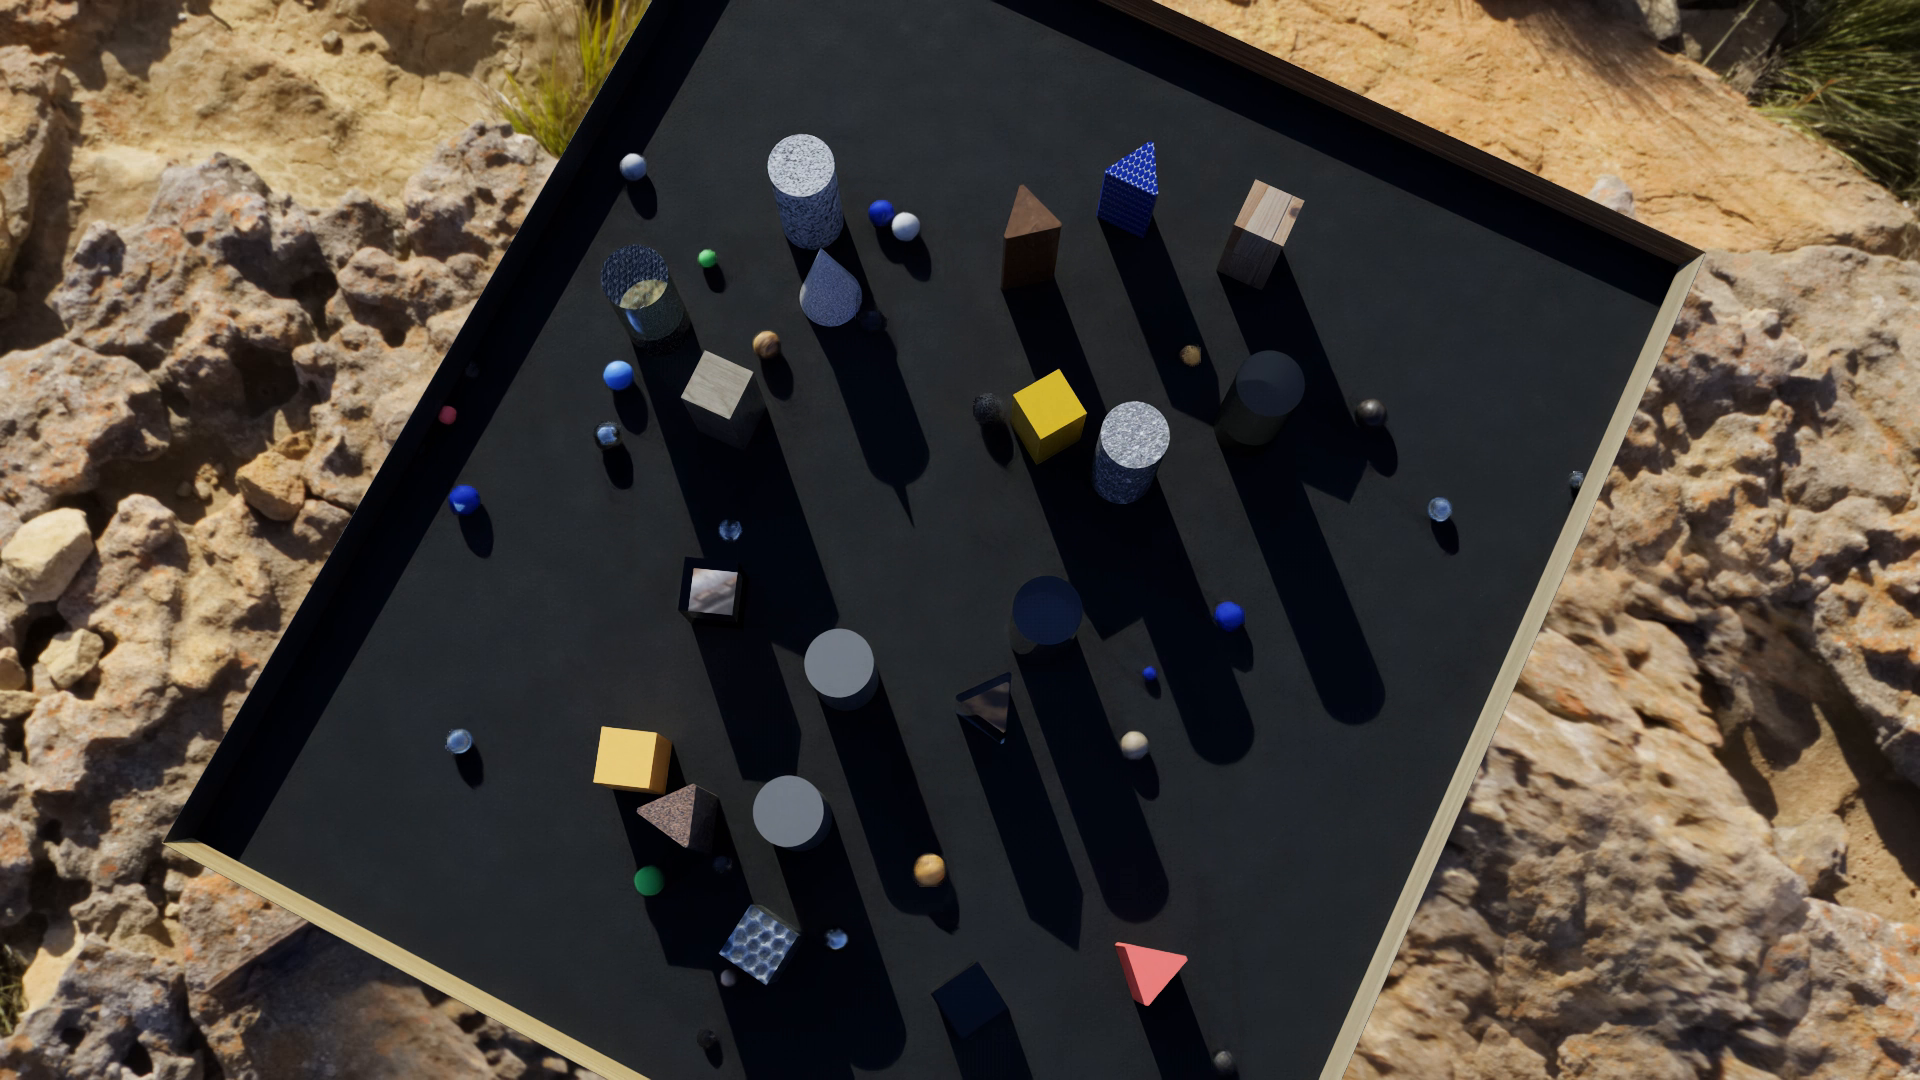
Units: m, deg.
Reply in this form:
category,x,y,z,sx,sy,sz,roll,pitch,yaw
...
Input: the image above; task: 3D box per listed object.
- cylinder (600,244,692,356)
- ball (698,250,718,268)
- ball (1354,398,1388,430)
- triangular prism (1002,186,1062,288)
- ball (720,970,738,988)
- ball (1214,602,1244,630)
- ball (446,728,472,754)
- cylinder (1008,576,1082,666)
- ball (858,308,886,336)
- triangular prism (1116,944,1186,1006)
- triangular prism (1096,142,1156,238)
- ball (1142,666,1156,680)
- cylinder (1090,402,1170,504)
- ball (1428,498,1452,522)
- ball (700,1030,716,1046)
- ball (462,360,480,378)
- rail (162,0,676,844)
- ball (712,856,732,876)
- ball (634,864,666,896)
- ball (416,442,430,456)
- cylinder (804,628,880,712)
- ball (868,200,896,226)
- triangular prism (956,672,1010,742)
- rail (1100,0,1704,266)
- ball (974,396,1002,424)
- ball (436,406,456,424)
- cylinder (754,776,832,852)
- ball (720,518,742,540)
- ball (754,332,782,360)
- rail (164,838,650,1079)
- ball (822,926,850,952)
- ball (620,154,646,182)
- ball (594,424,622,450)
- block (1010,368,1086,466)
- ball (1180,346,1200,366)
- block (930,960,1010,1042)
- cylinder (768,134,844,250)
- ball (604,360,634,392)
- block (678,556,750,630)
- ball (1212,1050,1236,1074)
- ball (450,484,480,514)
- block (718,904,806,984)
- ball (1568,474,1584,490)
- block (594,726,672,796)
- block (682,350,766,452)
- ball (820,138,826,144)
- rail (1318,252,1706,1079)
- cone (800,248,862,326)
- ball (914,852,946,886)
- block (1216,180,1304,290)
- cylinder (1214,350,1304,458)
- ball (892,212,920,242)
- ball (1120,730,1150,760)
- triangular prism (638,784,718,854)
category,x,y,z,sx,sy,sz,roll,pitch,yaw
cylinder,-0.943,-0.716,5.532,0.197,0.456,0.197,0,78,0
ball,-0.794,-0.887,5.770,0.058,0.058,0.058,0,78,0
ball,1.266,-0.385,5.646,0.099,0.099,0.099,0,78,0
triangular prism,0.197,-0.926,5.579,0.171,0.448,0.148,-13,79,-3
ball,-0.670,1.274,5.327,0.052,0.052,0.052,0,78,0
ball,0.811,0.229,5.524,0.089,0.089,0.089,0,78,0
ball,-1.489,0.598,5.455,0.074,0.074,0.074,0,78,0
cylinder,0.246,0.240,5.346,0.197,0.432,0.197,0,78,0
ball,-0.275,-0.678,5.712,0.089,0.089,0.089,0,78,0
triangular prism,0.511,1.196,5.194,0.148,0.342,0.171,41,81,8
triangular prism,0.544,-1.095,5.662,0.171,0.356,0.148,26,80,5
ball,0.570,0.401,5.512,0.043,0.043,0.043,0,78,0
cylinder,0.498,-0.253,5.437,0.197,0.454,0.197,0,78,0
ball,1.466,-0.093,5.599,0.072,0.072,0.072,0,78,0
ball,-0.730,1.440,5.295,0.046,0.046,0.046,0,78,0
ball,-1.520,-0.530,5.699,0.053,0.053,0.053,0,78,0
rail,-1.466,-0.711,5.697,0.045,0.128,3.684,26,80,5
ball,-0.699,0.958,5.389,0.057,0.057,0.057,0,78,0
ball,-0.906,0.996,5.365,0.090,0.090,0.090,0,78,0
ball,-1.659,-0.282,5.654,0.041,0.041,0.041,0,78,0
cylinder,-0.343,0.383,5.363,0.197,0.342,0.197,0,78,0
ball,-0.246,-1.032,5.787,0.085,0.085,0.085,0,78,0
triangular prism,0.100,0.468,5.344,0.171,0.344,0.148,35,80,7
rail,0.813,-1.586,5.878,3.325,0.128,0.045,26,80,5
ball,0.088,-0.401,5.655,0.088,0.088,0.088,0,78,0
ball,-1.586,-0.386,5.666,0.060,0.060,0.060,0,78,0
cylinder,-0.478,0.790,5.271,0.197,0.356,0.197,0,78,0
ball,-0.701,-0.032,5.589,0.067,0.067,0.067,0,78,0
ball,-0.599,-0.604,5.697,0.088,0.088,0.088,0,78,0
rail,-0.813,1.599,5.219,3.325,0.128,0.045,26,80,5
ball,-0.360,1.161,5.336,0.078,0.078,0.078,0,78,0
ball,-1.039,-1.183,5.818,0.085,0.085,0.085,0,78,0
ball,-1.083,-0.316,5.639,0.085,0.085,0.085,0,78,0
block,0.264,-0.368,5.534,0.158,0.312,0.158,-30,80,-6
ball,0.716,-0.575,5.703,0.063,0.063,0.063,0,78,0
block,0.028,1.304,5.196,0.158,0.296,0.158,-33,80,-6
cylinder,-0.468,-1.060,5.613,0.197,0.437,0.197,0,78,0
ball,-1.055,-0.508,5.674,0.094,0.094,0.094,0,78,0
block,-0.730,0.160,5.447,0.158,0.267,0.158,6,78,1
ball,0.760,1.503,5.271,0.067,0.067,0.067,0,78,0
ball,-1.512,-0.123,5.595,0.093,0.093,0.093,0,78,0
block,-0.558,1.151,5.220,0.158,0.311,0.158,32,80,6
ball,1.896,-0.179,5.629,0.049,0.049,0.049,0,78,0
block,-0.948,0.645,5.334,0.158,0.291,0.158,6,78,1
block,-0.706,-0.413,5.511,0.158,0.375,0.158,24,79,5
ball,-0.456,-1.245,5.838,0.070,0.070,0.070,0,78,0
rail,1.466,0.724,5.400,0.045,0.128,3.684,26,80,5
cone,-0.407,-0.811,5.565,0.197,0.430,0.197,0,78,0
ball,-0.089,0.965,5.368,0.096,0.096,0.096,0,78,0
block,0.915,-0.928,5.609,0.158,0.390,0.158,25,79,5
cylinder,0.886,-0.399,5.459,0.197,0.470,0.197,0,78,0
ball,-0.172,-0.987,5.775,0.090,0.090,0.090,0,78,0
ball,0.519,0.611,5.446,0.086,0.086,0.086,0,78,0
triangular prism,-0.765,0.772,5.213,0.171,0.477,0.148,35,80,7
